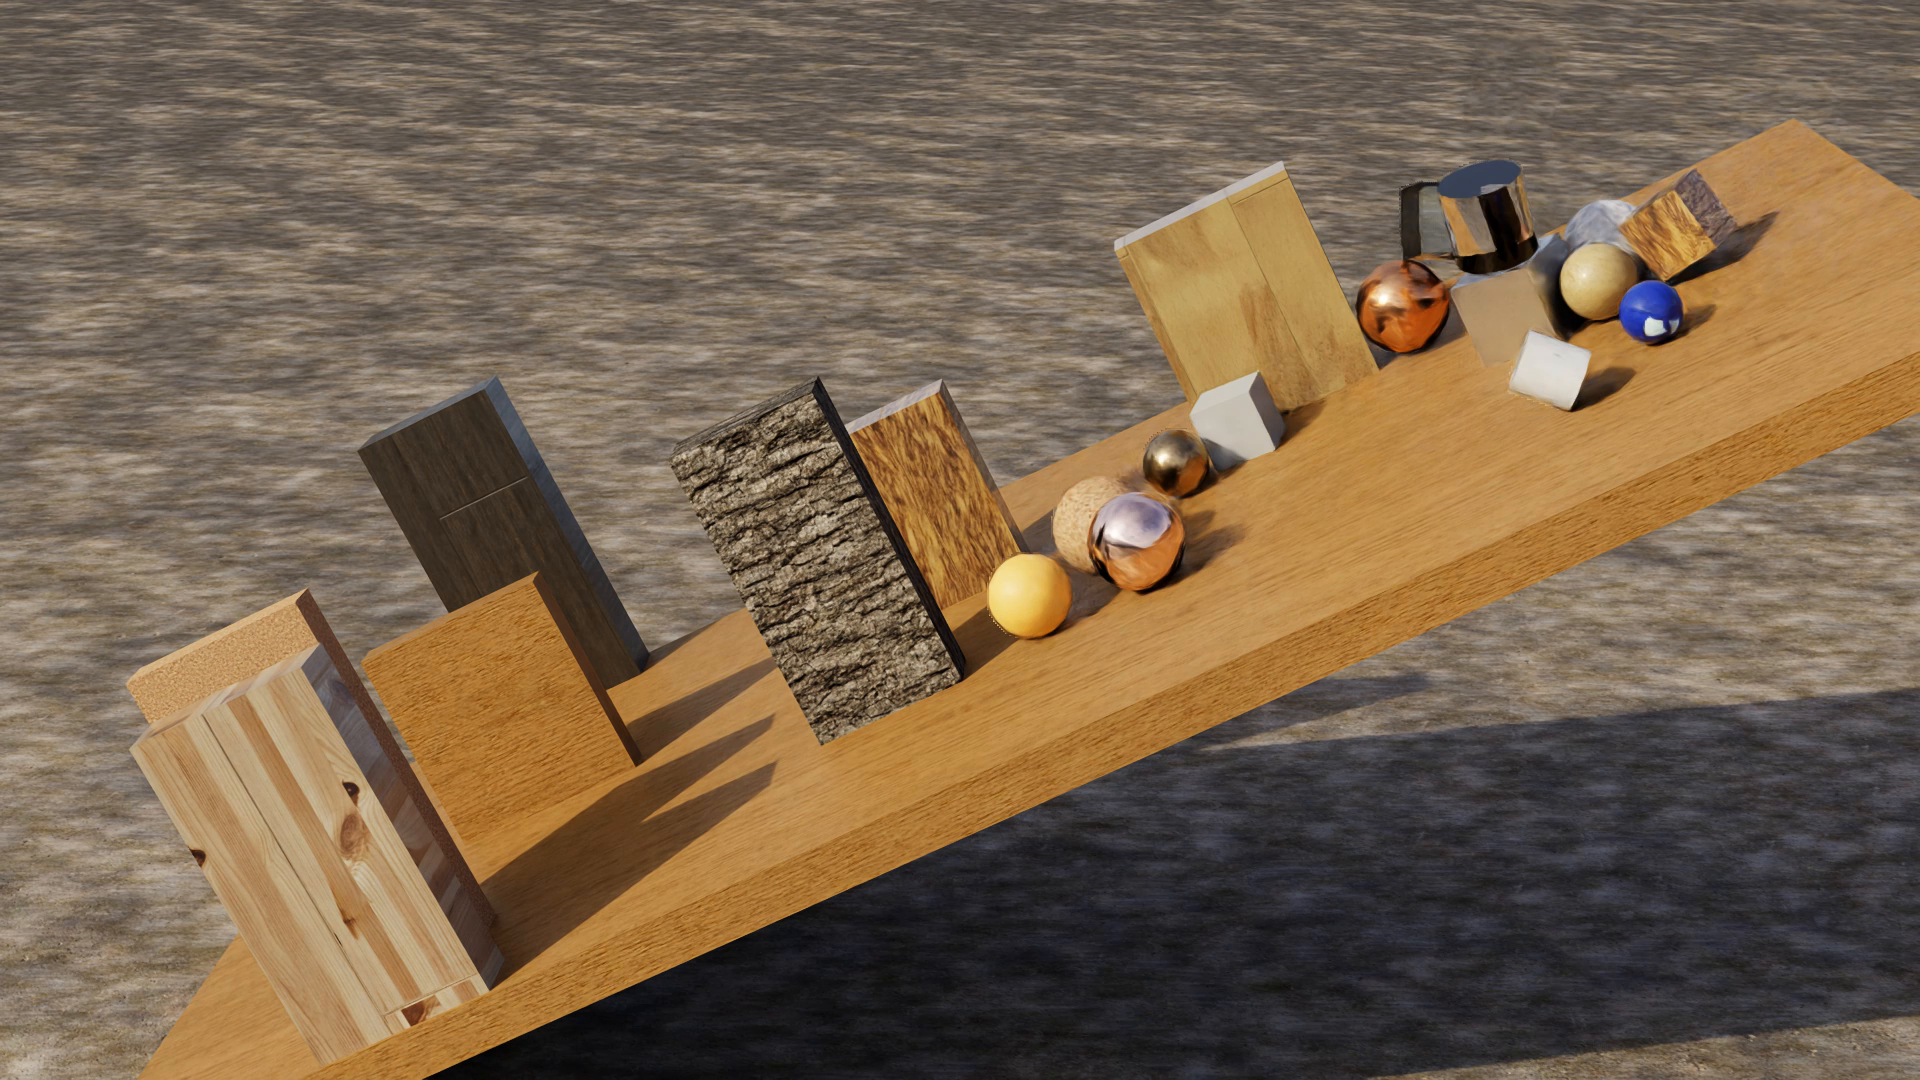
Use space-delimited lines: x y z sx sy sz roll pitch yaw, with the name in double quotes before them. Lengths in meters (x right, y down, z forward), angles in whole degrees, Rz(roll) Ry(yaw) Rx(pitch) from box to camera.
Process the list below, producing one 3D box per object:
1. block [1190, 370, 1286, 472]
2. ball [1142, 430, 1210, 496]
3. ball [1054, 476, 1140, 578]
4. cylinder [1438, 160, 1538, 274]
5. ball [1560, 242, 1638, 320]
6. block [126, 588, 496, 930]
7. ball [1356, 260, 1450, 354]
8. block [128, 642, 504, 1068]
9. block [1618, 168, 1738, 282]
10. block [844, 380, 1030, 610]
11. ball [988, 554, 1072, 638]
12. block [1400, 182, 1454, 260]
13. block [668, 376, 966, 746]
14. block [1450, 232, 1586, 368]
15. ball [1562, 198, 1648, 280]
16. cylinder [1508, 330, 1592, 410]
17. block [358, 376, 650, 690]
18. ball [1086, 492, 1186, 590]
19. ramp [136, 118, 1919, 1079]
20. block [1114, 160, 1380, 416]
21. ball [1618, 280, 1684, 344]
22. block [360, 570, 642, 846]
"block" 0.610 -0.260 6.446 0.143 0.143 0.143 -21 15 23
"ball" 0.468 -0.166 6.363 0.145 0.145 0.145 0 16 0
"ball" 0.295 -0.028 6.046 0.208 0.208 0.208 0 16 0
"cylinder" 1.088 -0.665 6.061 0.172 0.172 0.172 -16 26 8
"ball" 1.318 -0.534 6.067 0.160 0.160 0.160 0 16 0
"block" -1.283 0.518 5.838 0.387 0.766 0.093 -25 14 10
"ball" 0.986 -0.521 6.556 0.208 0.208 0.208 0 16 0
"block" -1.199 0.594 5.517 0.368 0.710 0.143 -25 14 10
"block" 1.483 -0.649 6.079 0.148 0.148 0.148 -36 2 39
"block" -0.067 -0.087 6.456 0.276 0.443 0.125 -25 14 10
"ball" 0.141 0.111 5.906 0.170 0.170 0.170 0 16 0
"block" 1.075 -0.705 6.499 0.156 0.156 0.156 -2 0 -9
"block" -0.282 0.044 5.907 0.320 0.663 0.139 -25 14 10
"block" 1.178 -0.502 6.165 0.186 0.186 0.186 -15 18 41
"ball" 1.374 -0.624 6.223 0.195 0.195 0.195 0 16 0
"cylinder" 1.128 -0.324 5.628 0.122 0.122 0.122 19 19 6
"block" -1.117 0.037 7.239 0.354 0.800 0.146 -25 14 10
"ball" 0.351 0.003 5.850 0.197 0.197 0.197 0 16 0
"ramp" 0.138 0.168 6.281 4.000 0.100 2.000 -25 14 10
"block" 0.643 -0.526 6.600 0.414 0.503 0.123 -25 14 10
"ball" 1.353 -0.446 5.754 0.124 0.124 0.124 0 16 0
"block" -1.009 0.373 6.480 0.432 0.475 0.080 -25 14 10
